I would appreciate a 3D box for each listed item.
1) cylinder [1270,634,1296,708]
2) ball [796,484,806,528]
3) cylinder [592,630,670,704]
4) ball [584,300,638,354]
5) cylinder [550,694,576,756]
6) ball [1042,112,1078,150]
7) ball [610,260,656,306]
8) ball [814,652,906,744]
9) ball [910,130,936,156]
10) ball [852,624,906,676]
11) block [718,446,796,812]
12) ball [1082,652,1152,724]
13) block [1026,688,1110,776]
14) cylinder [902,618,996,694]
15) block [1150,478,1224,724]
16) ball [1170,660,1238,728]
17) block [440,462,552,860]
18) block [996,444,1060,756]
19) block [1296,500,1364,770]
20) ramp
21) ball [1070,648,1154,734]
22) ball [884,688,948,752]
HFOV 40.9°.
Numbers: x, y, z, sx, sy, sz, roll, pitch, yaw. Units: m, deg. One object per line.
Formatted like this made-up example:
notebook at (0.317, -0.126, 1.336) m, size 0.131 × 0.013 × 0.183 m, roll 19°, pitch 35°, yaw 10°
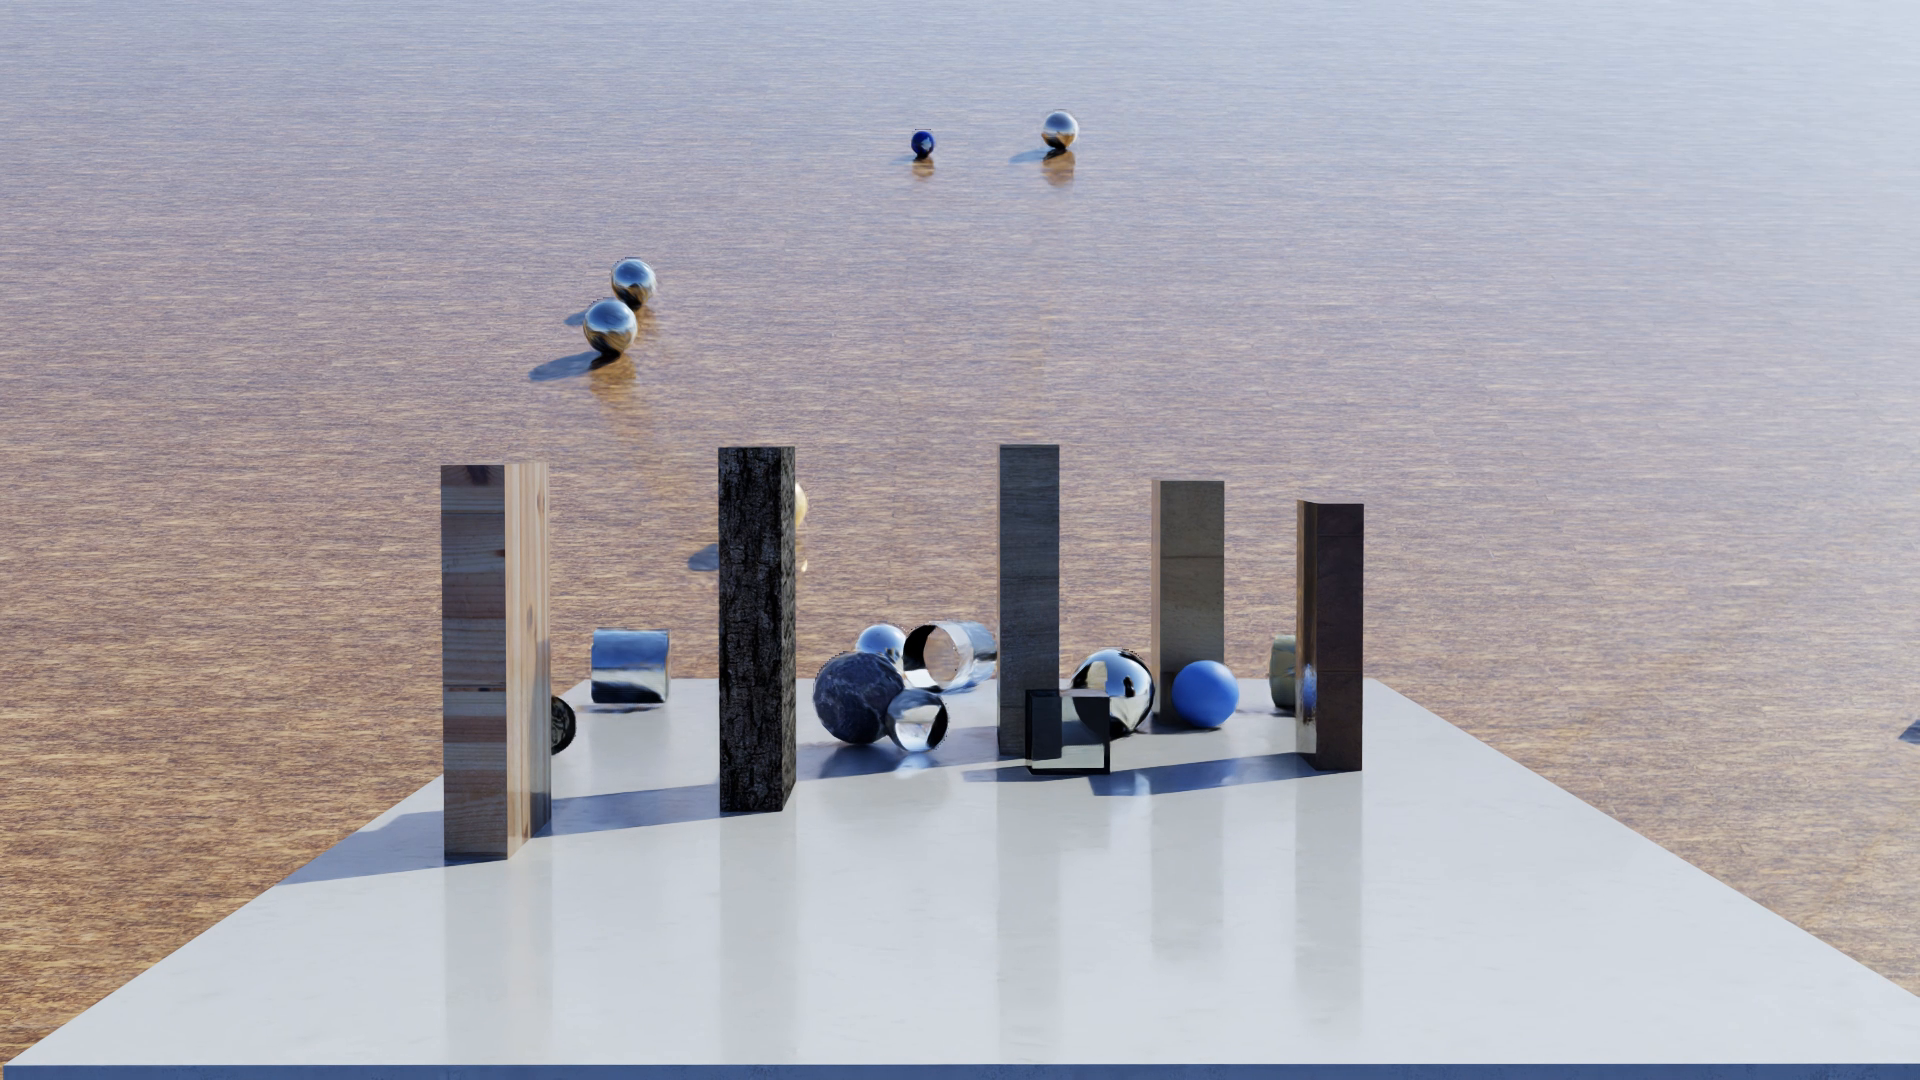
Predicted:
cylinder at (0.801, 0.297, 5.817) m, size 0.166 × 0.166 × 0.166 m, roll 1°, pitch 22°, yaw 21°
ball at (-0.541, -0.102, 7.603) m, size 0.179 × 0.179 × 0.179 m, roll 0°, pitch 23°, yaw 0°
cylinder at (-0.751, 0.290, 5.877) m, size 0.167 × 0.167 × 0.167 m, roll 1°, pitch 23°, yaw -3°
ball at (-1.236, -0.754, 9.105) m, size 0.191 × 0.191 × 0.191 m, roll 0°, pitch 23°, yaw 0°
cylinder at (-0.818, 0.356, 5.020) m, size 0.117 × 0.117 × 0.117 m, roll -9°, pitch 5°, yaw -20°
ball at (0.455, -1.866, 11.723) m, size 0.169 × 0.169 × 0.169 m, roll 0°, pitch 23°, yaw 0°
ball at (-1.219, -0.963, 9.621) m, size 0.169 × 0.169 × 0.169 m, roll 0°, pitch 23°, yaw 0°
ball at (-0.200, 0.317, 5.157) m, size 0.185 × 0.185 × 0.185 m, roll 0°, pitch 23°, yaw 0°
ball at (-0.167, -1.792, 11.624) m, size 0.113 × 0.113 × 0.113 m, roll 0°, pitch 23°, yaw 0°
ball at (-0.194, 0.283, 6.420) m, size 0.147 × 0.147 × 0.147 m, roll 0°, pitch 23°, yaw 0°
block at (-0.345, 0.140, 4.411) m, size 0.103 × 0.599 × 0.371 m, roll 0°, pitch 2°, yaw 0°
ball at (0.337, 0.318, 5.523) m, size 0.152 × 0.152 × 0.152 m, roll 0°, pitch 23°, yaw 0°
block at (0.198, 0.354, 4.758) m, size 0.143 × 0.143 × 0.143 m, roll 0°, pitch 2°, yaw -4°
cylinder at (-0.025, 0.282, 6.222) m, size 0.165 × 0.165 × 0.165 m, roll 16°, pitch 15°, yaw 33°
block at (0.496, 0.128, 5.625) m, size 0.137 × 0.521 × 0.247 m, roll 0°, pitch 2°, yaw 0°
ball at (0.517, 0.325, 5.438) m, size 0.143 × 0.143 × 0.143 m, roll 0°, pitch 23°, yaw 0°
block at (-0.707, 0.171, 3.950) m, size 0.093 × 0.576 × 0.408 m, roll 0°, pitch 2°, yaw 0°
block at (0.134, 0.108, 5.154) m, size 0.115 × 0.600 × 0.384 m, roll 0°, pitch 2°, yaw 0°
block at (0.699, 0.173, 4.877) m, size 0.085 × 0.493 × 0.284 m, roll 0°, pitch 2°, yaw 0°
ramp at (0.053, 0.484, 4.539) m, size 2.000 × 0.100 × 4.000 m, roll 0°, pitch 2°, yaw 0°
ball at (0.315, 0.314, 5.325) m, size 0.176 × 0.176 × 0.176 m, roll 0°, pitch 23°, yaw 0°
ball at (-0.085, 0.352, 5.024) m, size 0.125 × 0.125 × 0.125 m, roll 0°, pitch 23°, yaw 0°
